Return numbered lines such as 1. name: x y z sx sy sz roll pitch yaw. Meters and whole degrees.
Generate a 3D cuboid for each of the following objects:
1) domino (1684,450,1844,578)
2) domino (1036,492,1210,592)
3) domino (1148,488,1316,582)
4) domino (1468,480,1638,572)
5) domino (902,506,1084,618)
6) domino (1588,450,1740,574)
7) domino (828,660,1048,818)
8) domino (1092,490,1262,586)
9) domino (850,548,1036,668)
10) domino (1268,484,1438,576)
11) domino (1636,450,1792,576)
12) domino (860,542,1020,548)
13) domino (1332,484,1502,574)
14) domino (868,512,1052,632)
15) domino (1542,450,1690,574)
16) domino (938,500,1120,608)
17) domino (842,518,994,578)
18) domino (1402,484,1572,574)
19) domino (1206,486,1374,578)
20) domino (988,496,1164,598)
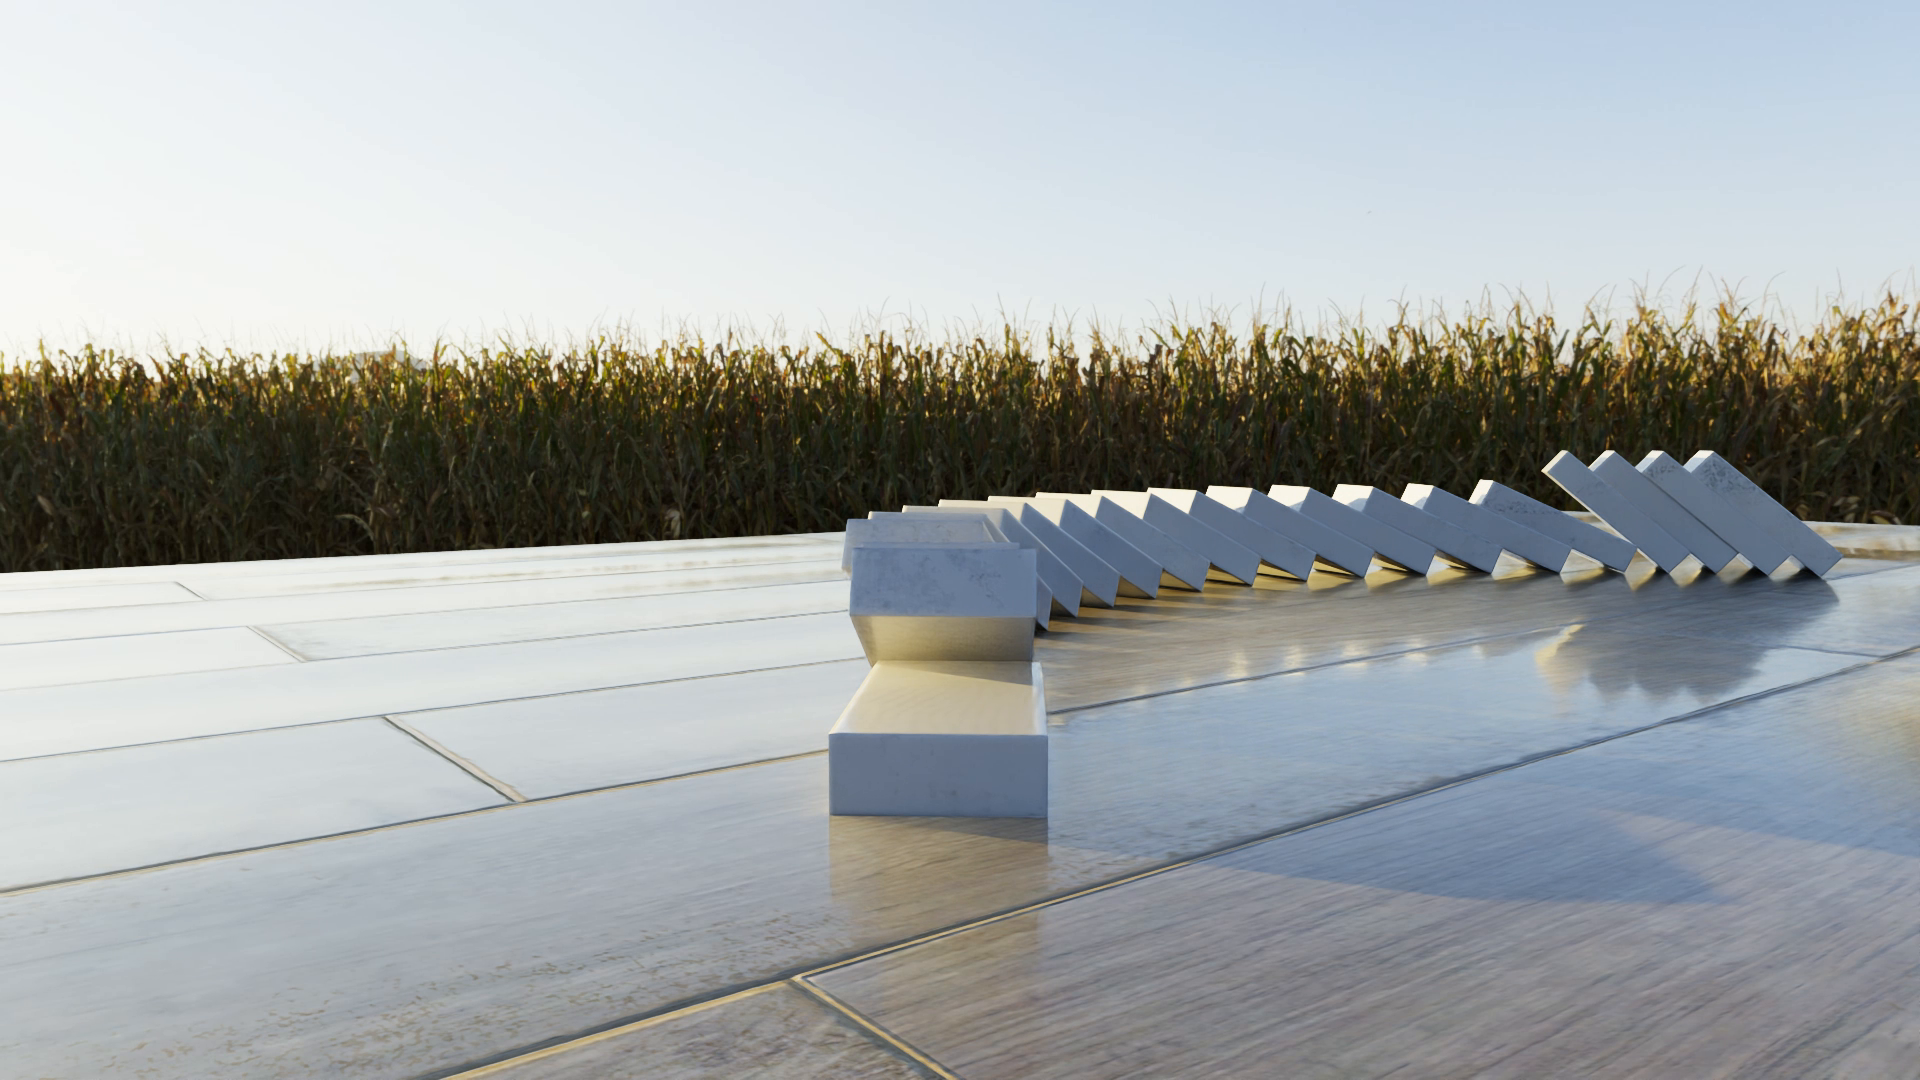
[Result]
1. domino: 0.264 -0.009 0.424 0.050 0.009 0.025 44 17 12
2. domino: 0.046 0.001 0.364 0.050 0.009 0.025 27 -14 -39
3. domino: 0.083 -0.002 0.398 0.050 0.010 0.025 24 -7 -25
4. domino: 0.201 -0.005 0.437 0.050 0.009 0.025 26 9 10
5. domino: 0.008 0.006 0.299 0.025 0.009 0.050 2 -19 27
6. domino: 0.237 -0.010 0.435 0.050 0.009 0.025 44 17 12
7. domino: -0.001 0.025 0.171 0.025 0.010 0.050 0 4 3
8. domino: 0.063 0.000 0.381 0.050 0.009 0.025 26 -11 -34
9. domino: -0.002 0.014 0.196 0.025 0.009 0.050 0 -19 2
10. domino: 0.127 -0.003 0.421 0.050 0.009 0.025 23 -1 -14
11. domino: 0.250 -0.010 0.429 0.050 0.009 0.025 44 17 12
12. domino: -0.002 0.012 0.224 0.025 0.010 0.050 0 -17 2
13. domino: 0.151 -0.004 0.427 0.050 0.010 0.025 23 0 -10
14. domino: 0.001 0.008 0.275 0.025 0.009 0.050 2 -19 21
15. domino: 0.222 -0.010 0.436 0.050 0.009 0.025 44 17 12
16. domino: 0.017 0.004 0.323 0.025 0.010 0.050 3 -19 36
17. domino: -0.003 0.009 0.250 0.025 0.009 0.050 1 -20 13
18. domino: 0.176 -0.004 0.433 0.050 0.010 0.025 24 4 -1
19. domino: 0.104 -0.003 0.410 0.050 0.009 0.025 24 -4 -20
20. domino: 0.031 0.002 0.343 0.025 0.009 0.050 4 -18 40
